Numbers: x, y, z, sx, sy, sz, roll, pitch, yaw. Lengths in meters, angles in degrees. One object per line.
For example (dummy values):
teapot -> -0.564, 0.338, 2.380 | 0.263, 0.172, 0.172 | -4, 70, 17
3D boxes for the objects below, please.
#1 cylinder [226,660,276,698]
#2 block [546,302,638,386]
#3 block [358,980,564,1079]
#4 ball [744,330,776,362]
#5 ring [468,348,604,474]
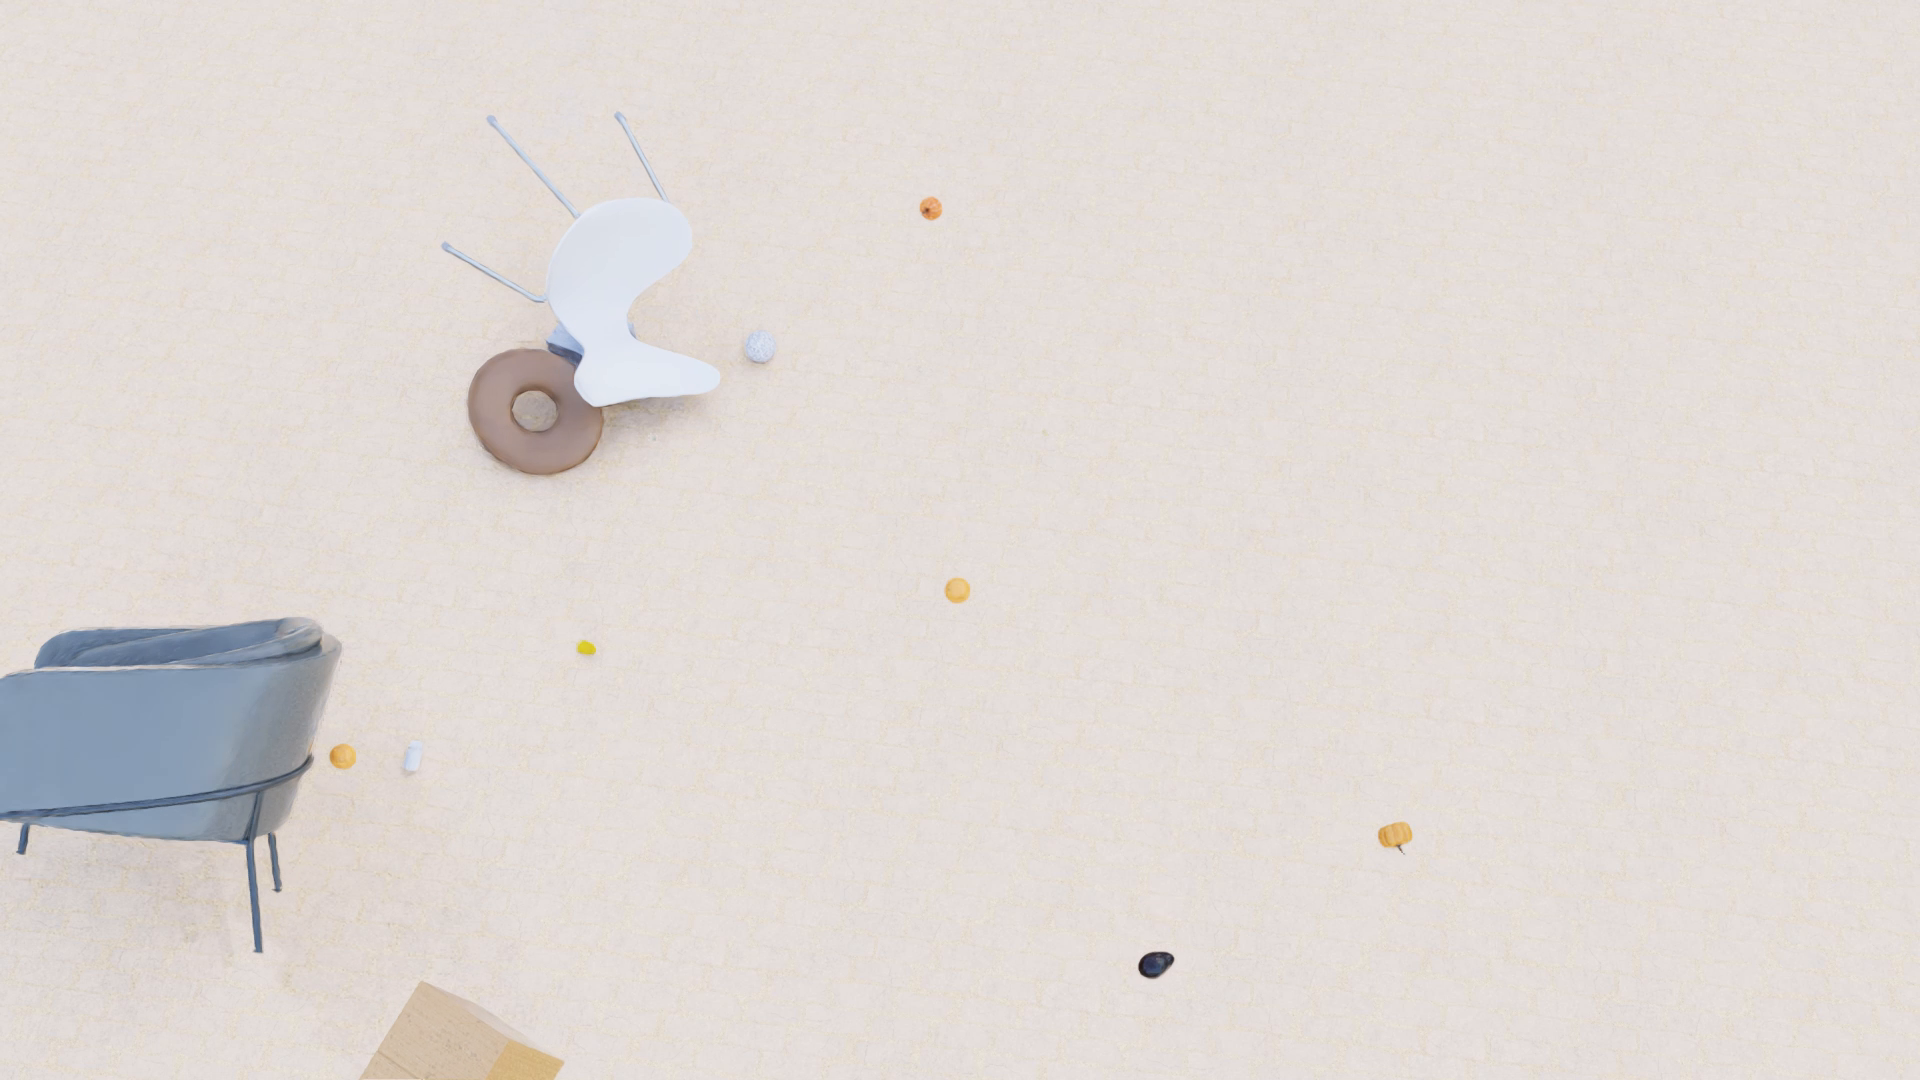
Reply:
cylinder -> -2.012, 0.396, 6.241 | 0.112, 0.068, 0.074 | -31, 88, -49
block -> -1.158, -0.618, 6.921 | 0.213, 0.112, 0.173 | 21, 59, 13
block -> -1.153, 1.235, 5.070 | 0.283, 0.270, 0.283 | 25, 77, 27
ball -> -0.627, -0.610, 6.922 | 0.101, 0.101, 0.101 | 0, 56, 0
ring -> -1.297, -0.394, 6.712 | 0.441, 0.105, 0.373 | 36, 81, 7
